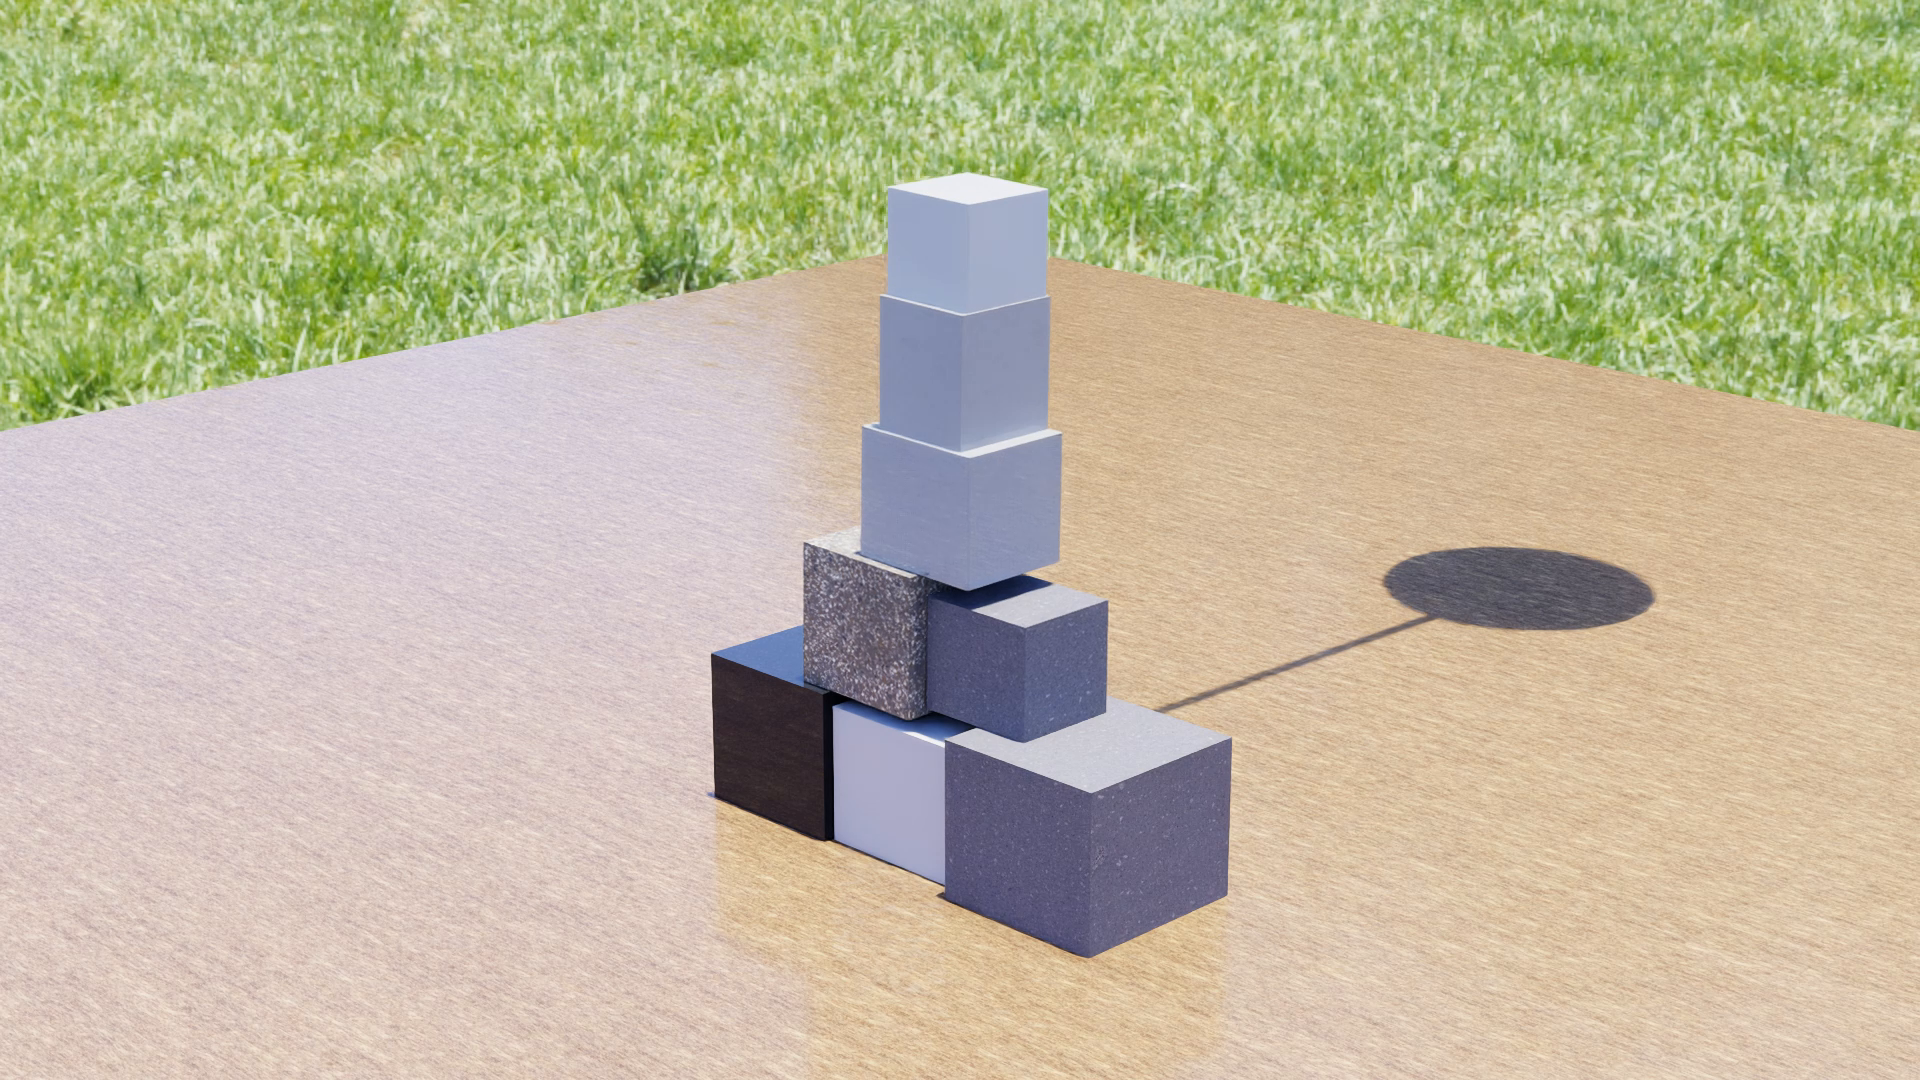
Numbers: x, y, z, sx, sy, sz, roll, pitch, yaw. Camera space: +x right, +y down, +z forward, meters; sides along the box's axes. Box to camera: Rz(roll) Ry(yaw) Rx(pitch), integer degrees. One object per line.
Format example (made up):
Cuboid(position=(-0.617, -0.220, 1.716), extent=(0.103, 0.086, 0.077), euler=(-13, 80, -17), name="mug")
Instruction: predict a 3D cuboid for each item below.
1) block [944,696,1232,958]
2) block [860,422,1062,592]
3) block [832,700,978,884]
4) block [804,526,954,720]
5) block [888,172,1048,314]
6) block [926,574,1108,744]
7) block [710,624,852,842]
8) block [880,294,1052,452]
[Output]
Cuboid(position=(0.570, 1.244, 13.107), extent=(0.923, 0.767, 0.881), euler=(-17, 24, -42), name="block")
Cuboid(position=(0.004, -0.207, 13.253), extent=(0.592, 0.612, 0.688), euler=(-17, 25, -42), name="block")
Cuboid(position=(-0.025, 1.100, 13.723), extent=(0.773, 0.672, 0.832), euler=(-17, 24, -42), name="block")
Cuboid(position=(-0.219, 0.335, 13.671), extent=(0.737, 0.684, 0.709), euler=(-17, 25, -42), name="block")
Cuboid(position=(0.032, -1.312, 12.902), extent=(0.495, 0.480, 0.501), euler=(-17, 25, -42), name="block")
Cuboid(position=(0.257, 0.517, 13.239), extent=(0.539, 0.540, 0.615), euler=(-17, 24, -42), name="block")
Cuboid(position=(-0.618, 0.895, 14.259), extent=(0.850, 0.743, 0.799), euler=(-17, 24, -42), name="block")
Cuboid(position=(0.020, -0.791, 13.068), extent=(0.555, 0.613, 0.517), euler=(-17, 25, -42), name="block")
